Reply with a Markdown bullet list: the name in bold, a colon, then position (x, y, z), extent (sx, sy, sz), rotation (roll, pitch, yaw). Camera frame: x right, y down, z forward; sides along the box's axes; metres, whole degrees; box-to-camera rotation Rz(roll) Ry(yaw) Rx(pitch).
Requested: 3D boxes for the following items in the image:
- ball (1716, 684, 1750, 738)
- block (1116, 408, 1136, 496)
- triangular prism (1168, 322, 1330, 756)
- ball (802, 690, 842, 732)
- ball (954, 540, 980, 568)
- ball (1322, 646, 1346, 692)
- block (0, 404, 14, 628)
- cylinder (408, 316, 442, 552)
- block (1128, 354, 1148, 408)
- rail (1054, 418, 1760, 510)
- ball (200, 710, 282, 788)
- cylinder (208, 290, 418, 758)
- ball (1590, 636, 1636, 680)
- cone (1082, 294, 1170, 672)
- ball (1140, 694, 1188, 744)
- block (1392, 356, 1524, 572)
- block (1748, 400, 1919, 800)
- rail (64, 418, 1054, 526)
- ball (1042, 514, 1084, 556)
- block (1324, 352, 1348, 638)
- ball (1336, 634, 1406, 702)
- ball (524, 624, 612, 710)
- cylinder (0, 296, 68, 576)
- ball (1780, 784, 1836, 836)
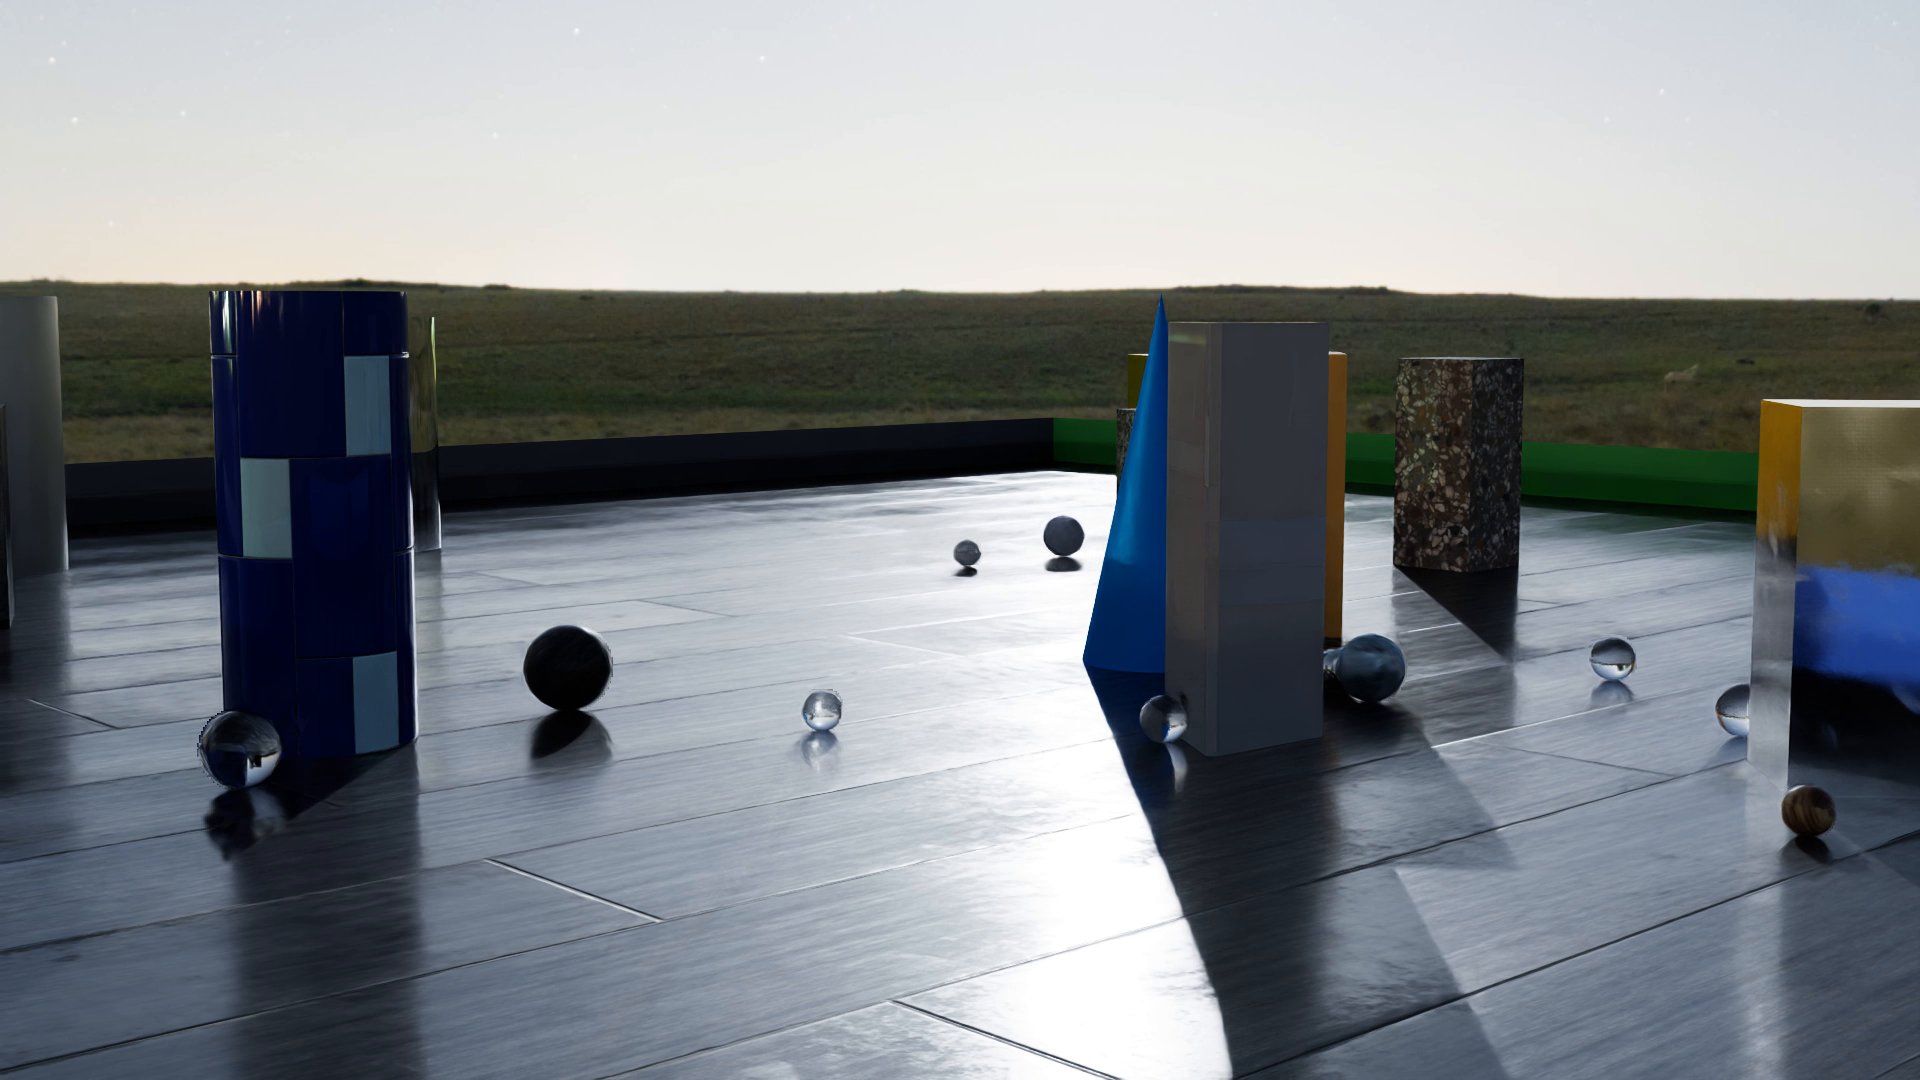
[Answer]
- **ball**: position (0.816, 0.178, 2.288), extent (0.057, 0.057, 0.057), rotation (0, 6, 0)
- **block**: position (0.387, -0.100, 3.930), extent (0.155, 0.266, 0.155), rotation (-3, 7, -30)
- **triangular prism**: position (0.268, -0.010, 2.283), extent (0.167, 0.431, 0.145), rotation (-5, 8, -40)
- **ball**: position (-0.146, 0.181, 2.325), extent (0.044, 0.044, 0.044), rotation (0, 6, 0)
- **ball**: position (0.012, 0.023, 3.807), extent (0.048, 0.048, 0.048), rotation (0, 6, 0)
- **ball**: position (0.441, 0.151, 2.563), extent (0.053, 0.053, 0.053), rotation (0, 6, 0)
- **block**: position (-1.429, -0.033, 3.104), extent (0.155, 0.307, 0.155), rotation (-2, 6, -21)
- **cylinder**: position (-1.069, -0.199, 4.089), extent (0.193, 0.429, 0.193), rotation (0, 6, 0)
- **block**: position (0.448, -0.202, 4.490), extent (0.155, 0.352, 0.155), rotation (-3, 7, -26)
- **rail**: position (1.704, -0.132, 4.896), extent (0.045, 0.126, 4.268), rotation (-6, 8, -42)
- **ball**: position (-0.669, 0.195, 2.049), extent (0.073, 0.073, 0.073), rotation (0, 6, 0)
- **cylinder**: position (-0.661, -0.022, 2.255), extent (0.193, 0.462, 0.193), rotation (0, 6, 0)
- **ball**: position (0.784, 0.143, 2.641), extent (0.053, 0.053, 0.053), rotation (0, 6, 0)
- **cone**: position (0.251, -0.078, 2.771), extent (0.193, 0.465, 0.193), rotation (0, 6, 0)
- **ball**: position (0.209, 0.184, 2.261), extent (0.050, 0.050, 0.050), rotation (0, 6, 0)
- **block**: position (0.865, -0.135, 3.821), extent (0.155, 0.360, 0.155), rotation (-6, 8, -43)
- **block**: position (0.845, 0.050, 2.067), extent (0.155, 0.357, 0.155), rotation (1, 6, 7)
- **rail**: position (-1.431, -0.129, 4.875), extent (4.684, 0.126, 0.045), rotation (-6, 8, -42)
- **ball**: position (0.187, -0.008, 3.963), extent (0.076, 0.076, 0.076), rotation (0, 6, 0)
- **block**: position (0.451, -0.067, 3.054), extent (0.155, 0.384, 0.155), rotation (1, 6, 6)
- **ball**: position (0.467, 0.145, 2.501), extent (0.077, 0.077, 0.077), rotation (0, 6, 0)
- **ball**: position (-0.437, 0.141, 2.447), extent (0.096, 0.096, 0.096), rotation (0, 6, 0)
- **cylinder**: position (-1.626, -0.179, 3.730), extent (0.193, 0.465, 0.193), rotation (0, 6, 0)
- **ball**: position (0.718, 0.229, 1.862), extent (0.044, 0.044, 0.044), rotation (0, 6, 0)
